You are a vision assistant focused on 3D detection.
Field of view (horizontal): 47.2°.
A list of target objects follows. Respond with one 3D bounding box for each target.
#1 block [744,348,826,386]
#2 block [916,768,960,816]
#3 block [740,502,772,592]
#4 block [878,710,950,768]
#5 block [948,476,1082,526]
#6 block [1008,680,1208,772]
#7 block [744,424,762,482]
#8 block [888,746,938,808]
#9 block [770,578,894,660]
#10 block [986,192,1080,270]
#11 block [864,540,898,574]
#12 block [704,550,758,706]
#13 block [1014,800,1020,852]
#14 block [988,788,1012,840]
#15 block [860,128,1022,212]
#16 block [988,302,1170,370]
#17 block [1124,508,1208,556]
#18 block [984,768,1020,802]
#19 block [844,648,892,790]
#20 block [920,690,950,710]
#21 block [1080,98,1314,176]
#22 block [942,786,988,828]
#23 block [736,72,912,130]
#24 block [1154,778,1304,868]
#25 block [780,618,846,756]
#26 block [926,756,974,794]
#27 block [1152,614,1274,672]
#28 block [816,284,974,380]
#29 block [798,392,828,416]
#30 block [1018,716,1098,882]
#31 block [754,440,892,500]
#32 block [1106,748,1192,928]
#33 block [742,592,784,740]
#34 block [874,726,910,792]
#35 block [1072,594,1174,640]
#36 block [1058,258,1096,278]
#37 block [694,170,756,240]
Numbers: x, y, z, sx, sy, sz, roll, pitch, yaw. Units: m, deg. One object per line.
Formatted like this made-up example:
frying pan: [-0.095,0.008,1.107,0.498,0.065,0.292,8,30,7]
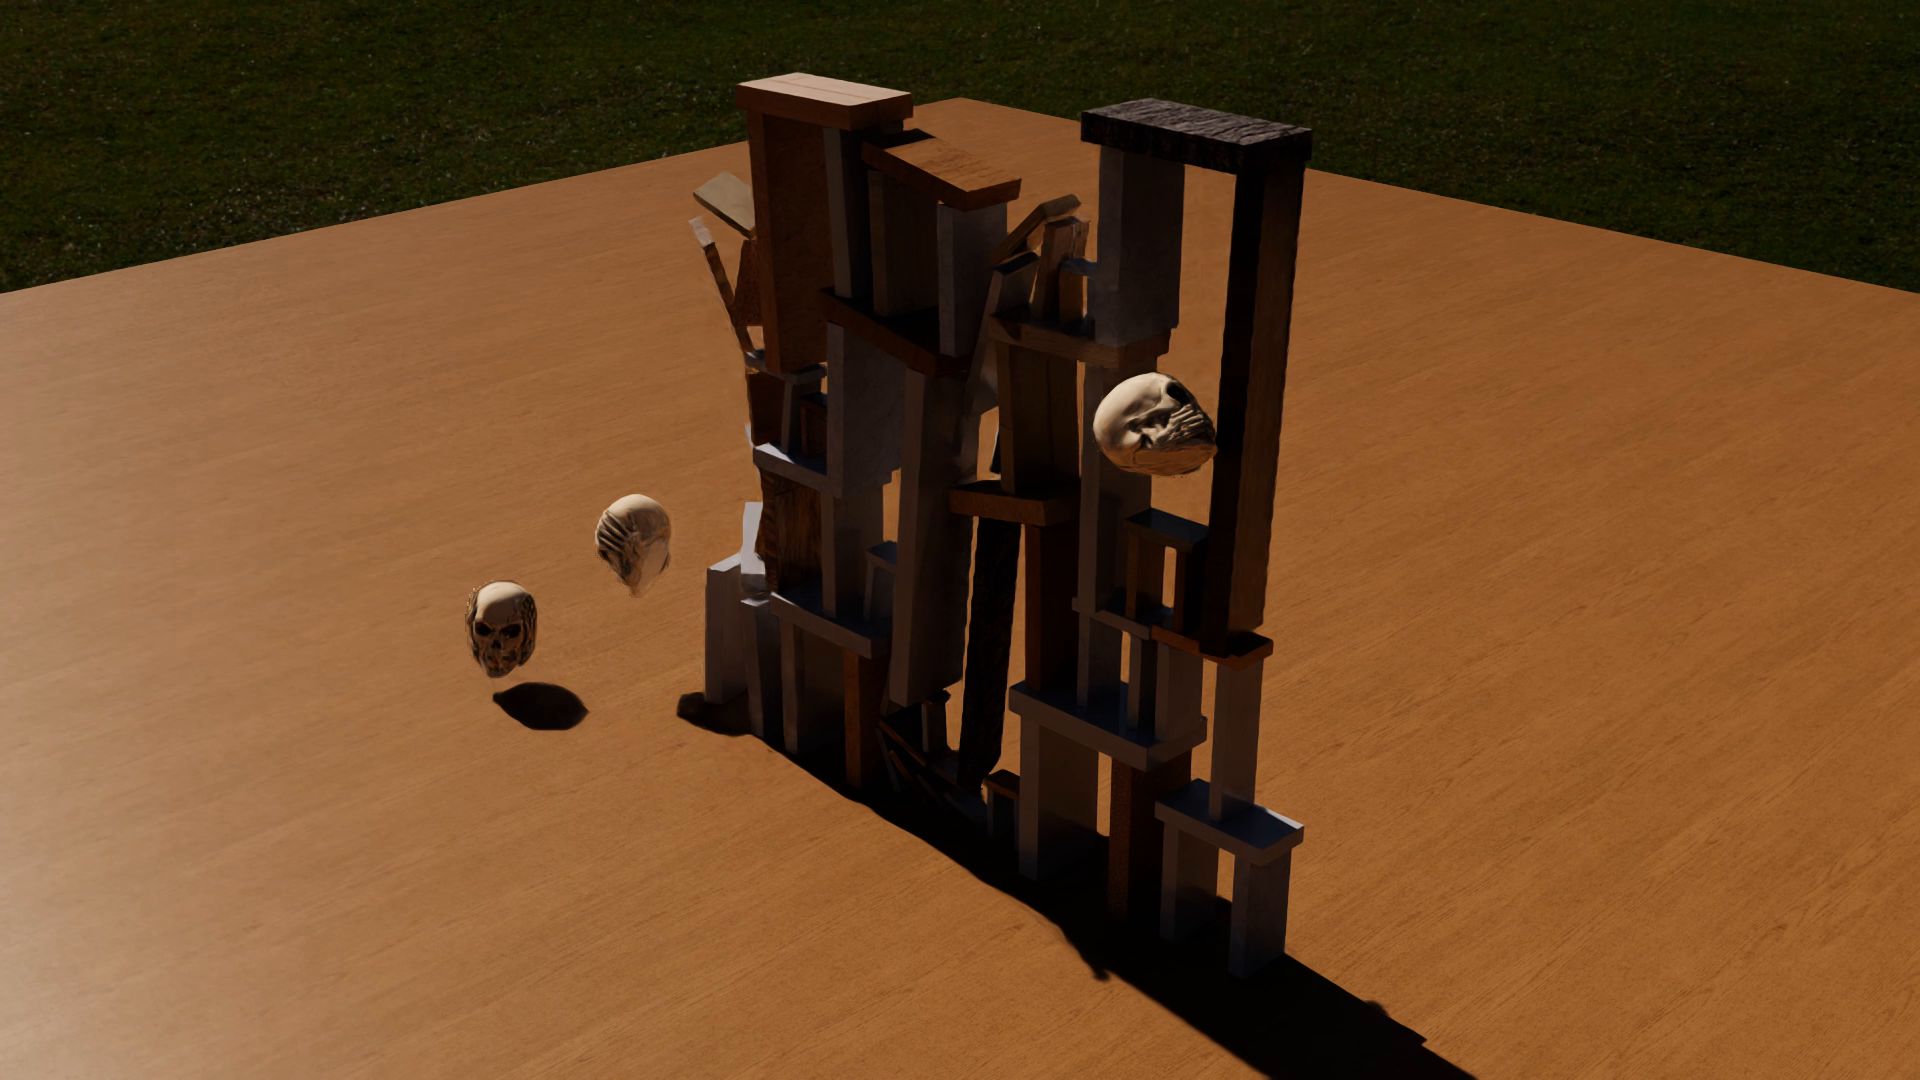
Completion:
block: [-0.353,-0.354,4.447,0.159,0.023,0.080,24,33,38]
block: [-0.035,0.509,4.475,0.054,0.015,0.108,-22,62,-42]
block: [-0.399,0.012,4.824,0.155,0.044,0.311,0,30,-4]
block: [-0.093,0.403,4.497,0.140,0.020,0.070,40,42,26]
block: [0.134,-0.079,4.104,0.165,0.047,0.329,-15,12,-29]
block: [0.271,0.321,4.070,0.170,0.048,0.340,-21,31,-41]
block: [-0.406,-0.196,4.748,0.085,0.024,0.170,-12,43,-10]
block: [-0.080,0.477,4.506,0.070,0.020,0.140,-22,69,-41]
block: [-0.232,0.155,4.540,0.156,0.044,0.312,-21,31,-40]
block: [0.128,-0.538,3.838,0.088,0.025,0.176,-26,-9,-41]
block: [-0.116,0.044,4.377,0.139,0.020,0.069,28,35,36]
block: [-0.506,0.194,4.887,0.044,0.310,0.155,10,19,23]
block: [0.132,0.553,4.315,0.016,0.112,0.056,21,31,41]
block: [0.079,0.532,4.363,0.016,0.112,0.056,21,31,41]
block: [-0.036,-0.671,3.979,0.138,0.039,0.275,-21,41,-40]
block: [0.207,-0.362,3.857,0.293,0.041,0.146,19,29,40]
block: [0.368,-0.016,3.819,0.154,0.022,0.077,21,30,39]
block: [0.106,0.484,4.314,0.112,0.016,0.056,21,31,41]
block: [-0.166,0.345,4.549,0.044,0.312,0.156,21,31,40]
block: [-0.076,0.301,4.441,0.106,0.015,0.053,32,38,31]
block: [0.379,-0.653,3.546,0.171,0.048,0.341,-20,30,-40]
block: [0.022,0.536,4.433,0.108,0.015,0.054,37,33,30]
block: [-0.259,-0.831,4.157,0.320,0.045,0.160,20,30,41]
block: [0.479,0.501,3.918,0.241,0.034,0.121,21,31,41]
block: [-0.305,0.290,4.677,0.156,0.312,0.044,-21,31,-41]
block: [-0.012,0.476,4.483,0.108,0.015,0.054,33,25,18]
block: [0.439,0.173,3.832,0.192,0.027,0.096,20,30,40]
block: [-0.100,-0.408,4.154,0.166,0.047,0.332,-21,41,-40]
block: [-0.269,-0.271,4.399,0.055,0.016,0.110,-21,31,-40]
block: [0.191,0.469,4.220,0.170,0.340,0.048,-21,31,-41]
block: [-0.281,-0.153,4.469,0.135,0.038,0.269,-21,31,-41]
block: [0.351,0.532,4.072,0.170,0.340,0.048,-21,31,-41]
block: [-0.388,0.259,4.751,0.155,0.311,0.044,-21,28,-41]
block: [-0.124,0.443,4.543,0.070,0.140,0.020,-22,6,-41]
block: [0.300,0.128,3.960,0.092,0.026,0.184,-20,30,-40]
block: [0.221,-0.469,3.795,0.094,0.013,0.047,18,30,38]
block: [-0.448,-0.676,4.428,0.087,0.025,0.174,-39,58,-23]
